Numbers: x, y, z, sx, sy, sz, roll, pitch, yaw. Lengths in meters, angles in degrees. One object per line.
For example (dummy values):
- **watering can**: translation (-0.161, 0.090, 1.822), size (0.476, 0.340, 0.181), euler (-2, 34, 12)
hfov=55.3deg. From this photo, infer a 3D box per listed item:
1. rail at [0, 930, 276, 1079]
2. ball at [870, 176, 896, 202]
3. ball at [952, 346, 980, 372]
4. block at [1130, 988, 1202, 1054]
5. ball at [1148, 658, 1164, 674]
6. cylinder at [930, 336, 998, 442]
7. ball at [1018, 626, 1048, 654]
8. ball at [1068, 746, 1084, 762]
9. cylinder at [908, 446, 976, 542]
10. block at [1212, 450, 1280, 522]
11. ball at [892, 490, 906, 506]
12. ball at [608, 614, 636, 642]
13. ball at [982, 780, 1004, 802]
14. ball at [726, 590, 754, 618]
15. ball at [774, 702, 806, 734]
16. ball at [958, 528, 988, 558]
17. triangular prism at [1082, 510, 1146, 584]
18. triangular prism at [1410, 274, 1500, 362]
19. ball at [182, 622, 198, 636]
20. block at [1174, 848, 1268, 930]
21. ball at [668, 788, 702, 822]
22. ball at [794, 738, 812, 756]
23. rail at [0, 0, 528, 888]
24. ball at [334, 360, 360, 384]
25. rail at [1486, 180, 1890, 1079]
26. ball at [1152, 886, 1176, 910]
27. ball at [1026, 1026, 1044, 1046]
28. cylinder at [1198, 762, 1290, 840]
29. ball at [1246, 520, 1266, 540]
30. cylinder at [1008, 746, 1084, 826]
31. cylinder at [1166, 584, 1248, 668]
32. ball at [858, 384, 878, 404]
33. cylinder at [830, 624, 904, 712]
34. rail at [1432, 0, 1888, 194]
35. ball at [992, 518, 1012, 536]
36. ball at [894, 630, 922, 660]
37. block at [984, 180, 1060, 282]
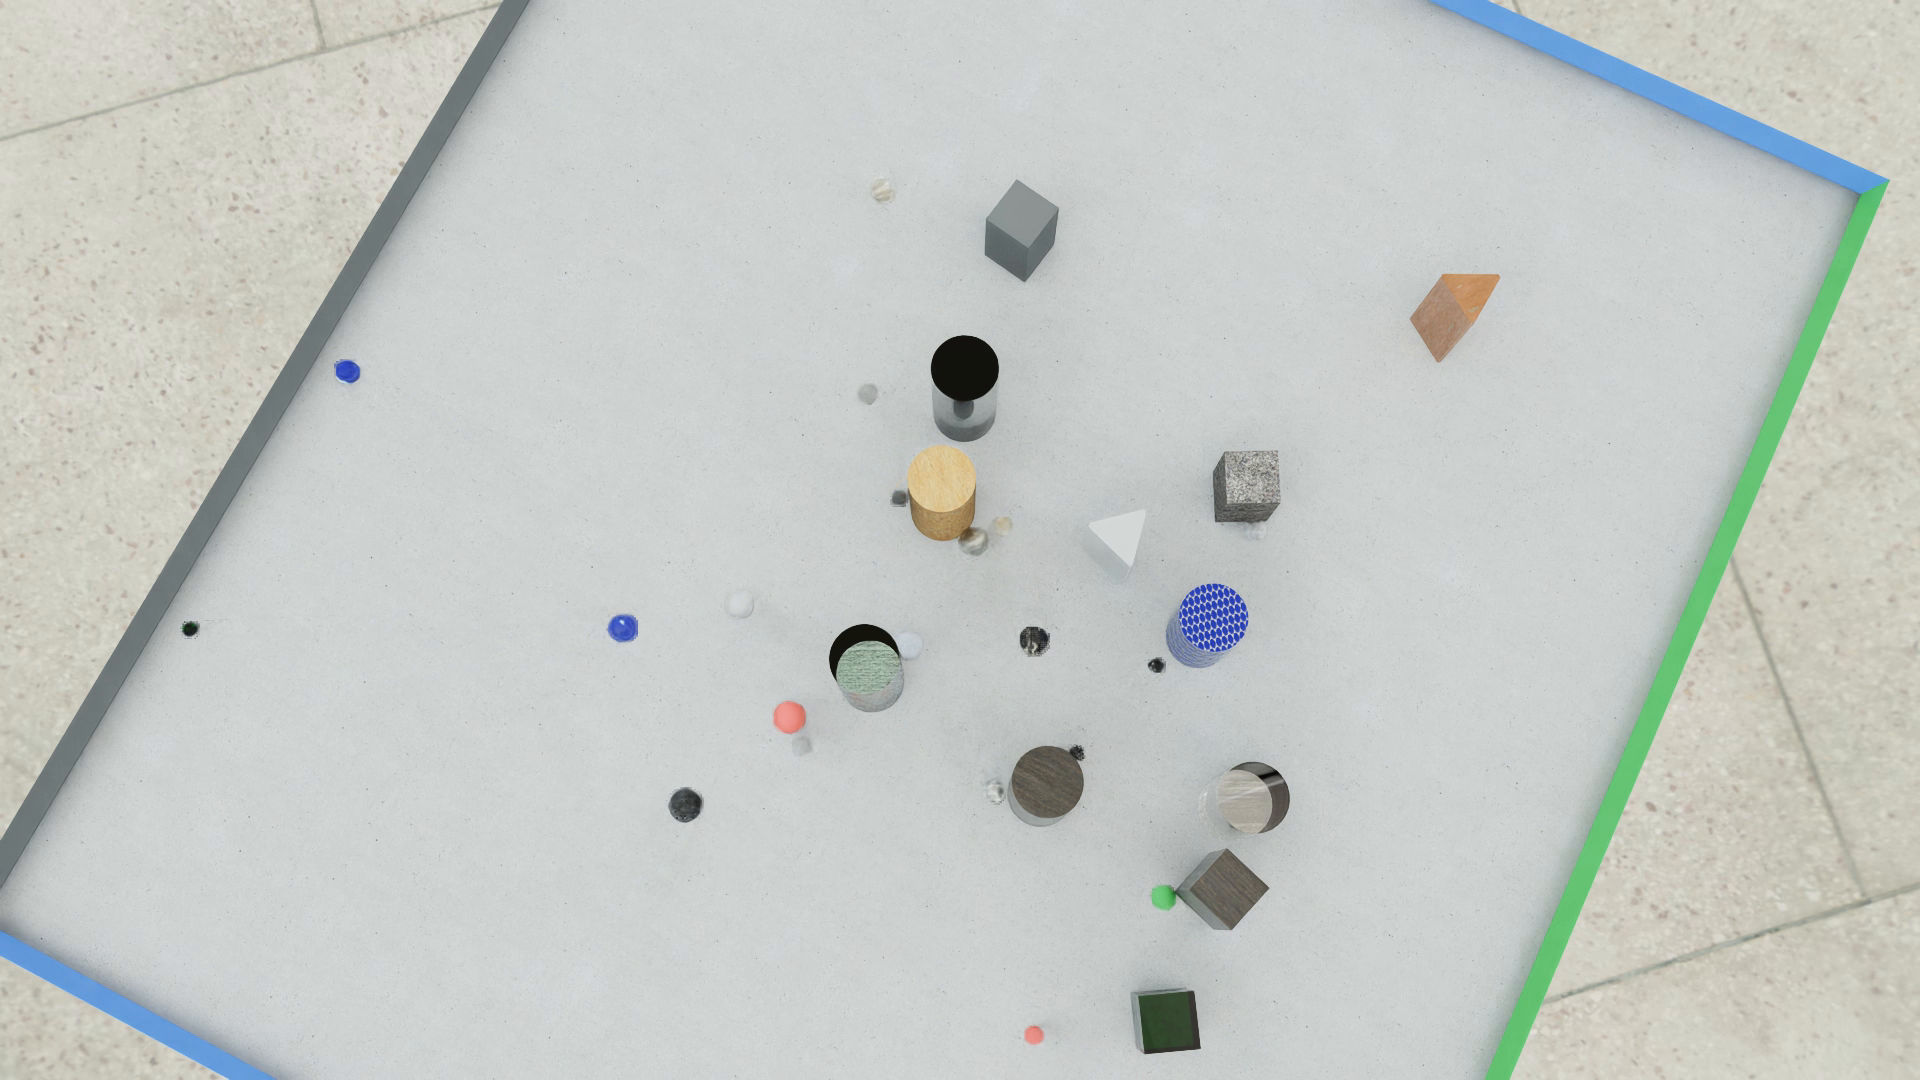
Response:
- **rail**: translation (-1.027, 2.018, 5.132), size (4.173, 0.128, 0.045), euler (26, 80, 5)
- **ball**: translation (-0.246, -1.110, 5.806), size (0.079, 0.079, 0.079), euler (0, 78, 0)
- **ball**: translation (0.018, -0.562, 5.690), size (0.083, 0.083, 0.083), euler (0, 78, 0)
- **block**: translation (0.582, 1.364, 5.208), size (0.158, 0.248, 0.158), euler (-5, 78, -1)
- **ball**: translation (0.591, 0.378, 5.515), size (0.046, 0.046, 0.046), euler (0, 78, 0)
- **cylinder**: translation (0.014, -0.446, 5.475), size (0.197, 0.459, 0.197), euler (0, 78, 0)
- **ball**: translation (0.221, 0.301, 5.510), size (0.088, 0.088, 0.088), euler (0, 78, 0)
- **ball**: translation (0.346, 0.638, 5.462), size (0.044, 0.044, 0.044), euler (0, 78, 0)
- **cylinder**: translation (-0.052, -0.134, 5.436), size (0.197, 0.408, 0.197), euler (0, 78, 0)
- **block**: translation (0.860, -0.159, 5.516), size (0.158, 0.262, 0.158), euler (-1, 78, 0)
- **ball**: translation (-0.187, -0.129, 5.620), size (0.047, 0.047, 0.047), euler (0, 78, 0)
- **ball**: translation (-1.018, 0.266, 5.517), size (0.087, 0.087, 0.087), euler (0, 78, 0)
- **ball**: translation (0.099, 0.745, 5.429), size (0.065, 0.065, 0.065), euler (0, 78, 0)
- **ball**: translation (-0.664, 0.194, 5.531), size (0.088, 0.088, 0.088), euler (0, 78, 0)
- **ball**: translation (-0.506, 0.529, 5.457), size (0.097, 0.097, 0.097), euler (0, 78, 0)
- **ball**: translation (0.040, 0.007, 5.569), size (0.090, 0.090, 0.090), euler (0, 78, 0)
- **triangular prism**: translation (0.485, -0.004, 5.458), size (0.148, 0.312, 0.171), euler (-44, 82, -8)
- **triangular prism**: translation (1.478, -0.702, 5.564), size (0.148, 0.388, 0.171), euler (30, 80, 6)
- **ball**: translation (-2.326, 0.270, 5.539), size (0.043, 0.043, 0.043), euler (0, 78, 0)
- **block**: translation (0.741, 0.998, 5.223), size (0.158, 0.366, 0.158), euler (43, 81, 8)
- **ball**: translation (-0.809, 0.784, 5.404), size (0.099, 0.099, 0.099), euler (0, 78, 0)
- **ball**: translation (-0.469, 0.615, 5.461), size (0.055, 0.055, 0.055), euler (0, 78, 0)
- **rail**: translation (-1.845, -0.897, 5.736), size (0.045, 0.128, 4.639), euler (26, 80, 5)
- **ball**: translation (-1.899, -0.521, 5.686), size (0.076, 0.076, 0.076), euler (0, 78, 0)
- **rail**: translation (1.845, 0.910, 5.362), size (0.045, 0.128, 4.639), euler (26, 80, 5)
- **ball**: translation (0.597, 1.048, 5.363), size (0.073, 0.073, 0.073), euler (0, 78, 0)
- **ball**: translation (0.217, 1.431, 5.293), size (0.054, 0.054, 0.054), euler (0, 78, 0)
- **cylinder**: translation (0.806, 0.750, 5.238), size (0.197, 0.438, 0.197), euler (0, 78, 0)
- **ball**: translation (0.903, -0.029, 5.592), size (0.059, 0.059, 0.059), euler (0, 78, 0)
- **cylinder**: translation (0.239, 0.707, 5.228), size (0.197, 0.475, 0.197), euler (0, 78, 0)
- **cylinder**: translation (0.722, 0.256, 5.383), size (0.197, 0.353, 0.197), euler (0, 78, 0)
- **ball**: translation (-0.284, -0.452, 5.679), size (0.061, 0.061, 0.061), euler (0, 78, 0)
- **cylinder**: translation (-0.265, 0.376, 5.304), size (0.197, 0.460, 0.197), euler (0, 78, 0)
- **rail**: translation (1.027, -2.004, 5.965), size (4.173, 0.128, 0.045), euler (26, 80, 5)
- **ball**: translation (0.128, -0.041, 5.597), size (0.056, 0.056, 0.056), euler (0, 78, 0)
- **ball**: translation (-0.159, 0.314, 5.507), size (0.087, 0.087, 0.087), euler (0, 78, 0)
- **block**: translation (0.188, -0.951, 5.658), size (0.158, 0.305, 0.158), euler (36, 81, 7)
